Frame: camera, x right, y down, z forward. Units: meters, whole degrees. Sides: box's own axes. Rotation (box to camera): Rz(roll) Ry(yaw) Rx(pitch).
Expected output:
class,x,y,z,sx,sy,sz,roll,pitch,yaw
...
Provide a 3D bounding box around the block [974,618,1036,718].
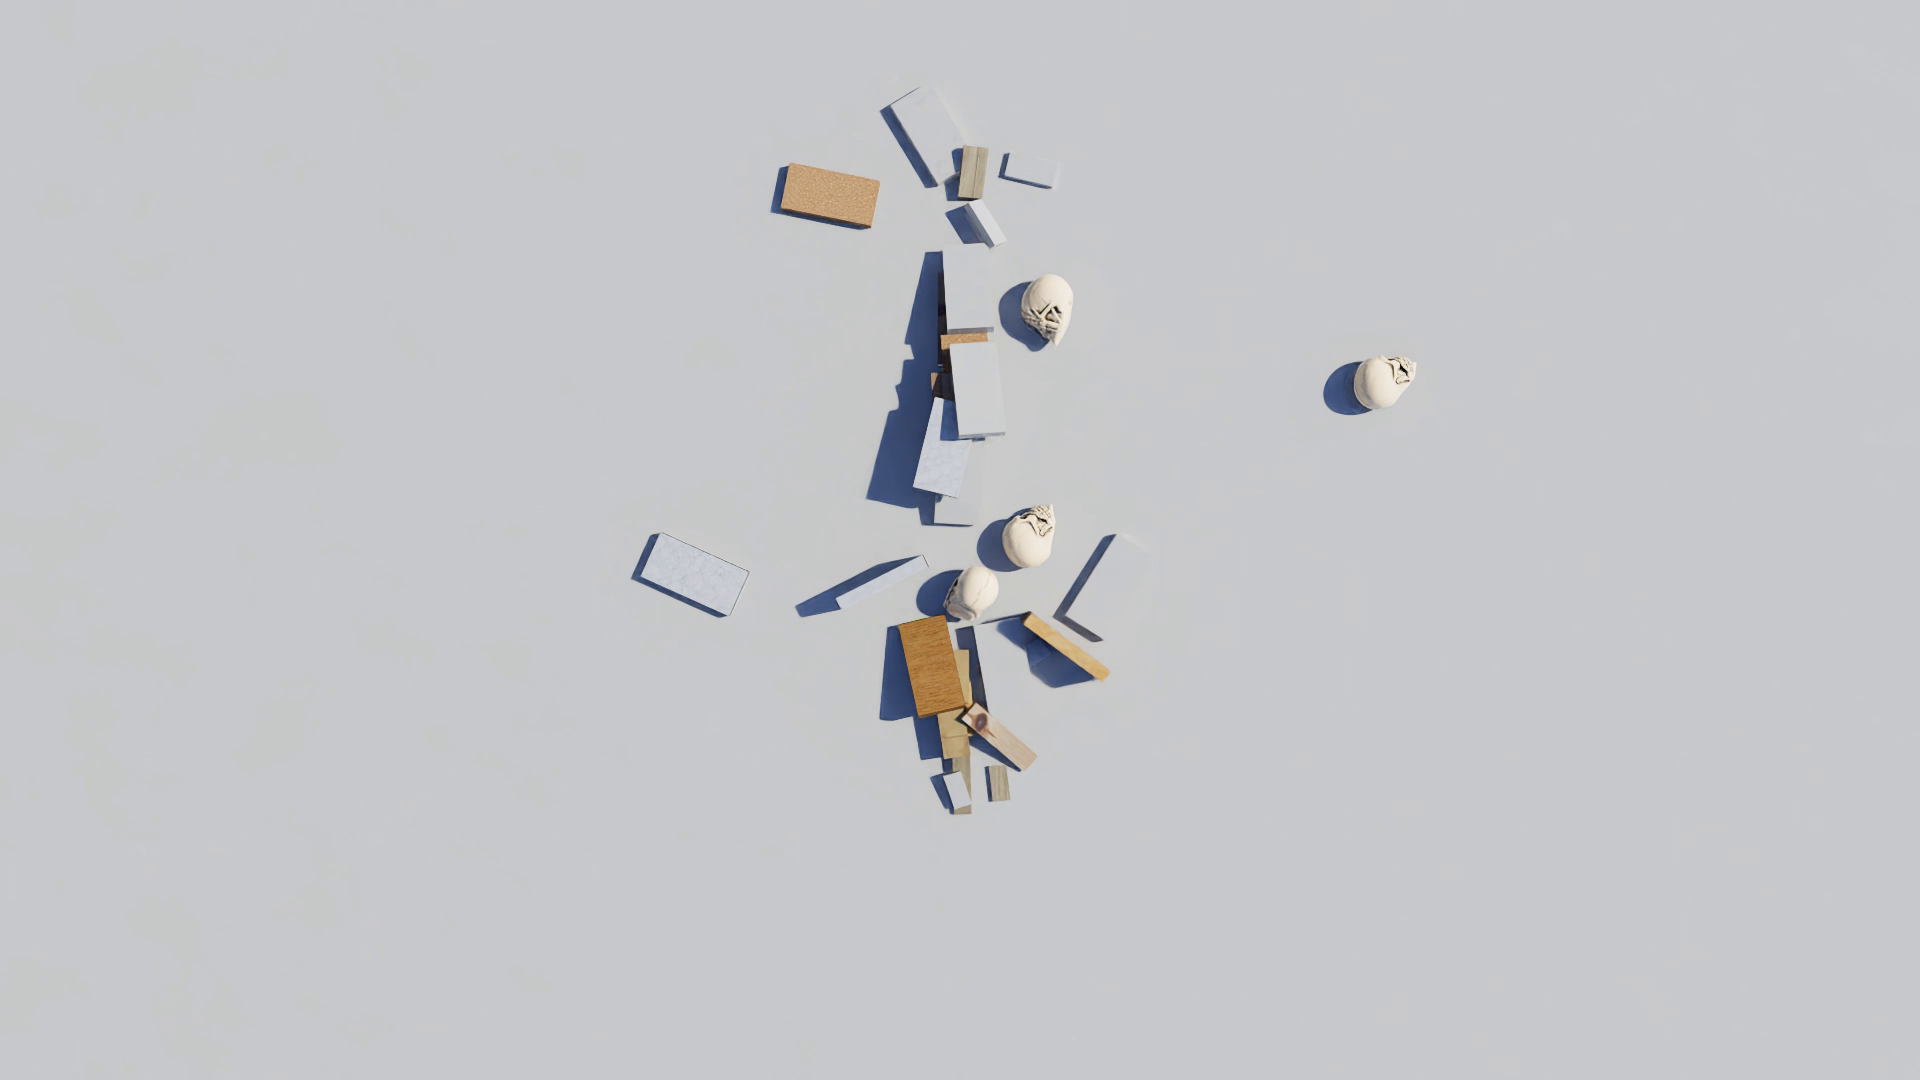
class,x,y,z,sx,sy,sz,roll,pitch,yaw
block,0.149,0.424,5.458,0.157,0.044,0.313,-10,90,0

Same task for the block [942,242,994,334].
class,x,y,z,sx,sy,sz,roll,pitch,yaw
block,0.026,-0.826,5.415,0.152,0.043,0.304,-3,72,-1

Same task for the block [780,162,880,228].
class,x,y,z,sx,sy,sz,roll,pitch,yaw
block,-0.429,-1.145,5.479,0.303,0.043,0.152,12,90,0

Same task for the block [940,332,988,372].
class,x,y,z,sx,sy,sz,roll,pitch,yaw
block,0.023,-0.531,5.445,0.152,0.043,0.304,-4,103,0

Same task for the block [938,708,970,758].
class,x,y,z,sx,sy,sz,roll,pitch,yaw
block,-0.021,0.624,5.425,0.089,0.025,0.177,-9,92,2

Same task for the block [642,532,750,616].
class,x,y,z,sx,sy,sz,roll,pitch,yaw
block,-0.878,0.113,5.477,0.320,0.045,0.160,24,90,0

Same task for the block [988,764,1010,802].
class,x,y,z,sx,sy,sz,roll,pitch,yaw
block,0.132,0.809,5.492,0.059,0.017,0.118,-7,90,0

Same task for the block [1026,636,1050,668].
class,x,y,z,sx,sy,sz,roll,pitch,yaw
block,0.224,0.389,5.490,0.140,0.020,0.070,-33,90,0

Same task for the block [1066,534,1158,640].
class,x,y,z,sx,sy,sz,roll,pitch,yaw
block,0.502,0.157,5.477,0.160,0.045,0.319,33,90,0

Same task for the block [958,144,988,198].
class,x,y,z,sx,sy,sz,roll,pitch,yaw
block,0.042,-1.217,5.455,0.083,0.023,0.166,3,108,-13

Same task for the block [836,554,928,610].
class,x,y,z,sx,sy,sz,roll,pitch,yaw
block,-0.253,0.139,5.422,0.313,0.157,0.044,-27,90,0

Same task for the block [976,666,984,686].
class,x,y,z,sx,sy,sz,roll,pitch,yaw
block,0.111,0.474,5.490,0.070,0.020,0.140,-20,90,0

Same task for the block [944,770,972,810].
class,x,y,z,sx,sy,sz,roll,pitch,yaw
block,-0.008,0.827,5.464,0.059,0.017,0.118,-18,97,2

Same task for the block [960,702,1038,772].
class,x,y,z,sx,sy,sz,roll,pitch,yaw
block,0.131,0.650,5.442,0.296,0.020,0.070,42,88,-19

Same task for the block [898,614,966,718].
class,x,y,z,sx,sy,sz,roll,pitch,yaw
block,-0.092,0.416,5.429,0.157,0.044,0.313,-13,72,0

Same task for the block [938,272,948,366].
class,x,y,z,sx,sy,sz,roll,pitch,yaw
block,0.002,-0.733,5.478,0.152,0.043,0.304,0,90,0

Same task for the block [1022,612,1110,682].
class,x,y,z,sx,sy,sz,roll,pitch,yaw
block,0.347,0.350,5.420,0.320,0.160,0.045,36,89,0

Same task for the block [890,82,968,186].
class,x,y,z,sx,sy,sz,roll,pitch,yaw
block,-0.087,-1.348,5.479,0.152,0.043,0.303,-31,90,0

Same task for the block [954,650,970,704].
class,x,y,z,sx,sy,sz,roll,pitch,yaw
block,-0.015,0.454,5.462,0.089,0.025,0.177,0,79,1

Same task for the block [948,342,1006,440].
class,x,y,z,sx,sy,sz,roll,pitch,yaw
block,0.055,-0.485,5.332,0.152,0.043,0.308,-5,76,-6

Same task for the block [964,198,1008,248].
class,x,y,z,sx,sy,sz,roll,pitch,yaw
block,0.085,-1.047,5.460,0.023,0.083,0.166,-32,90,37

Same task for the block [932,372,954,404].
class,x,y,z,sx,sy,sz,roll,pitch,yaw
block,-0.012,-0.404,5.428,0.150,0.042,0.300,-3,105,0

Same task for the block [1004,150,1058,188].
class,x,y,z,sx,sy,sz,roll,pitch,yaw
block,0.238,-1.233,5.488,0.166,0.023,0.083,14,90,0

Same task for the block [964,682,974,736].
class,x,y,z,sx,sy,sz,roll,pitch,yaw
block,-0.003,0.563,5.467,0.089,0.025,0.177,-3,79,0

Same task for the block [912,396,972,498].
class,x,y,z,sx,sy,sz,roll,pitch,yaw
block,-0.045,-0.299,5.356,0.150,0.042,0.300,14,89,-2

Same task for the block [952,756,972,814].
class,x,y,z,sx,sy,sz,roll,pitch,yaw
block,0.007,0.807,5.478,0.059,0.017,0.210,-2,97,0

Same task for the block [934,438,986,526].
class,x,y,z,sx,sy,sz,roll,pitch,yaw
block,-0.001,-0.203,5.438,0.150,0.042,0.300,3,105,-2
